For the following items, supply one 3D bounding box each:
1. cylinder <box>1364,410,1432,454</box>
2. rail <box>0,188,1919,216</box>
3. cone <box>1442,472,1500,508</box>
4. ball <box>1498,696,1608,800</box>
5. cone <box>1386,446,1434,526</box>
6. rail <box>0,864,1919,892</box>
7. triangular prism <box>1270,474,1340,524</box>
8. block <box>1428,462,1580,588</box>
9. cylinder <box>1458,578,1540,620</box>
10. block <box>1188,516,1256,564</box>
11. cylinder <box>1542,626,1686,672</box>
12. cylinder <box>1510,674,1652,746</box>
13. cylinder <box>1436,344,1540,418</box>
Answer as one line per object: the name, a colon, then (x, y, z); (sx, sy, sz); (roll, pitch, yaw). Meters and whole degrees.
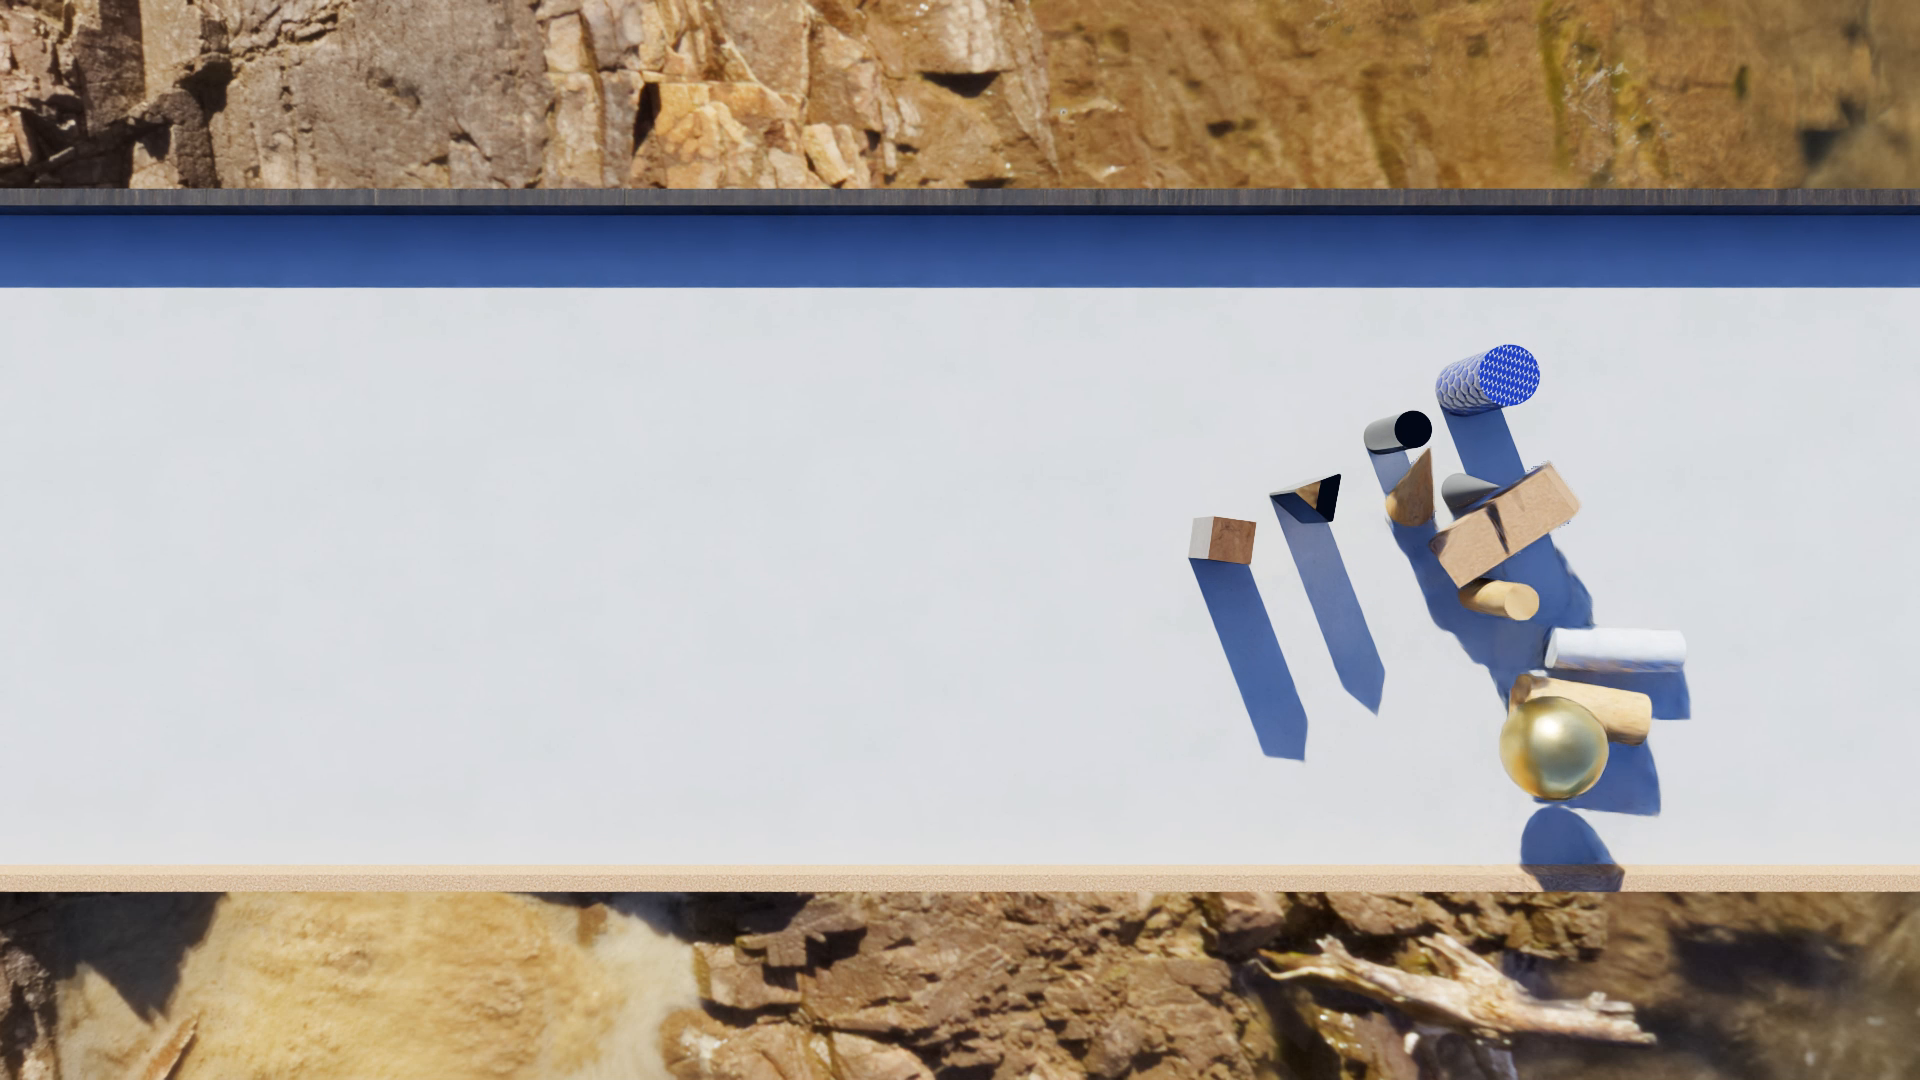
cylinder: (1.296, -0.316, 4.896); (0.109, 0.361, 0.109); (0, 90, 0)
rail: (-2.247, -1.025, 5.002); (12.000, 0.150, 0.050); (0, 90, 0)
cone: (1.536, -0.152, 4.878); (0.110, 0.397, 0.110); (0, 90, 0)
ball: (1.708, 0.599, 4.751); (0.301, 0.301, 0.301); (0, 90, 0)
cone: (1.363, -0.188, 4.892); (0.146, 0.341, 0.146); (-2, 60, 3)
rail: (-2.247, 1.025, 5.001); (12.000, 0.150, 0.050); (0, 90, 0)
triangular prism: (1.042, -0.141, 4.880); (0.138, 0.394, 0.120); (40, 90, 0)
block: (1.618, -0.045, 4.910); (0.401, 0.160, 0.160); (-37, 85, 26)
cylinder: (1.597, 0.173, 4.904); (0.104, 0.337, 0.104); (0, 92, -5)
block: (0.771, 0.001, 4.873); (0.122, 0.408, 0.122); (8, 90, 0)
cylinder: (1.985, 0.332, 5.010); (0.385, 0.131, 0.131); (2, 90, 0)
cylinder: (1.862, 0.510, 4.956); (0.369, 0.160, 0.160); (10, 90, -2)
cylinder: (1.550, -0.465, 4.865); (0.174, 0.423, 0.174); (0, 90, 0)
